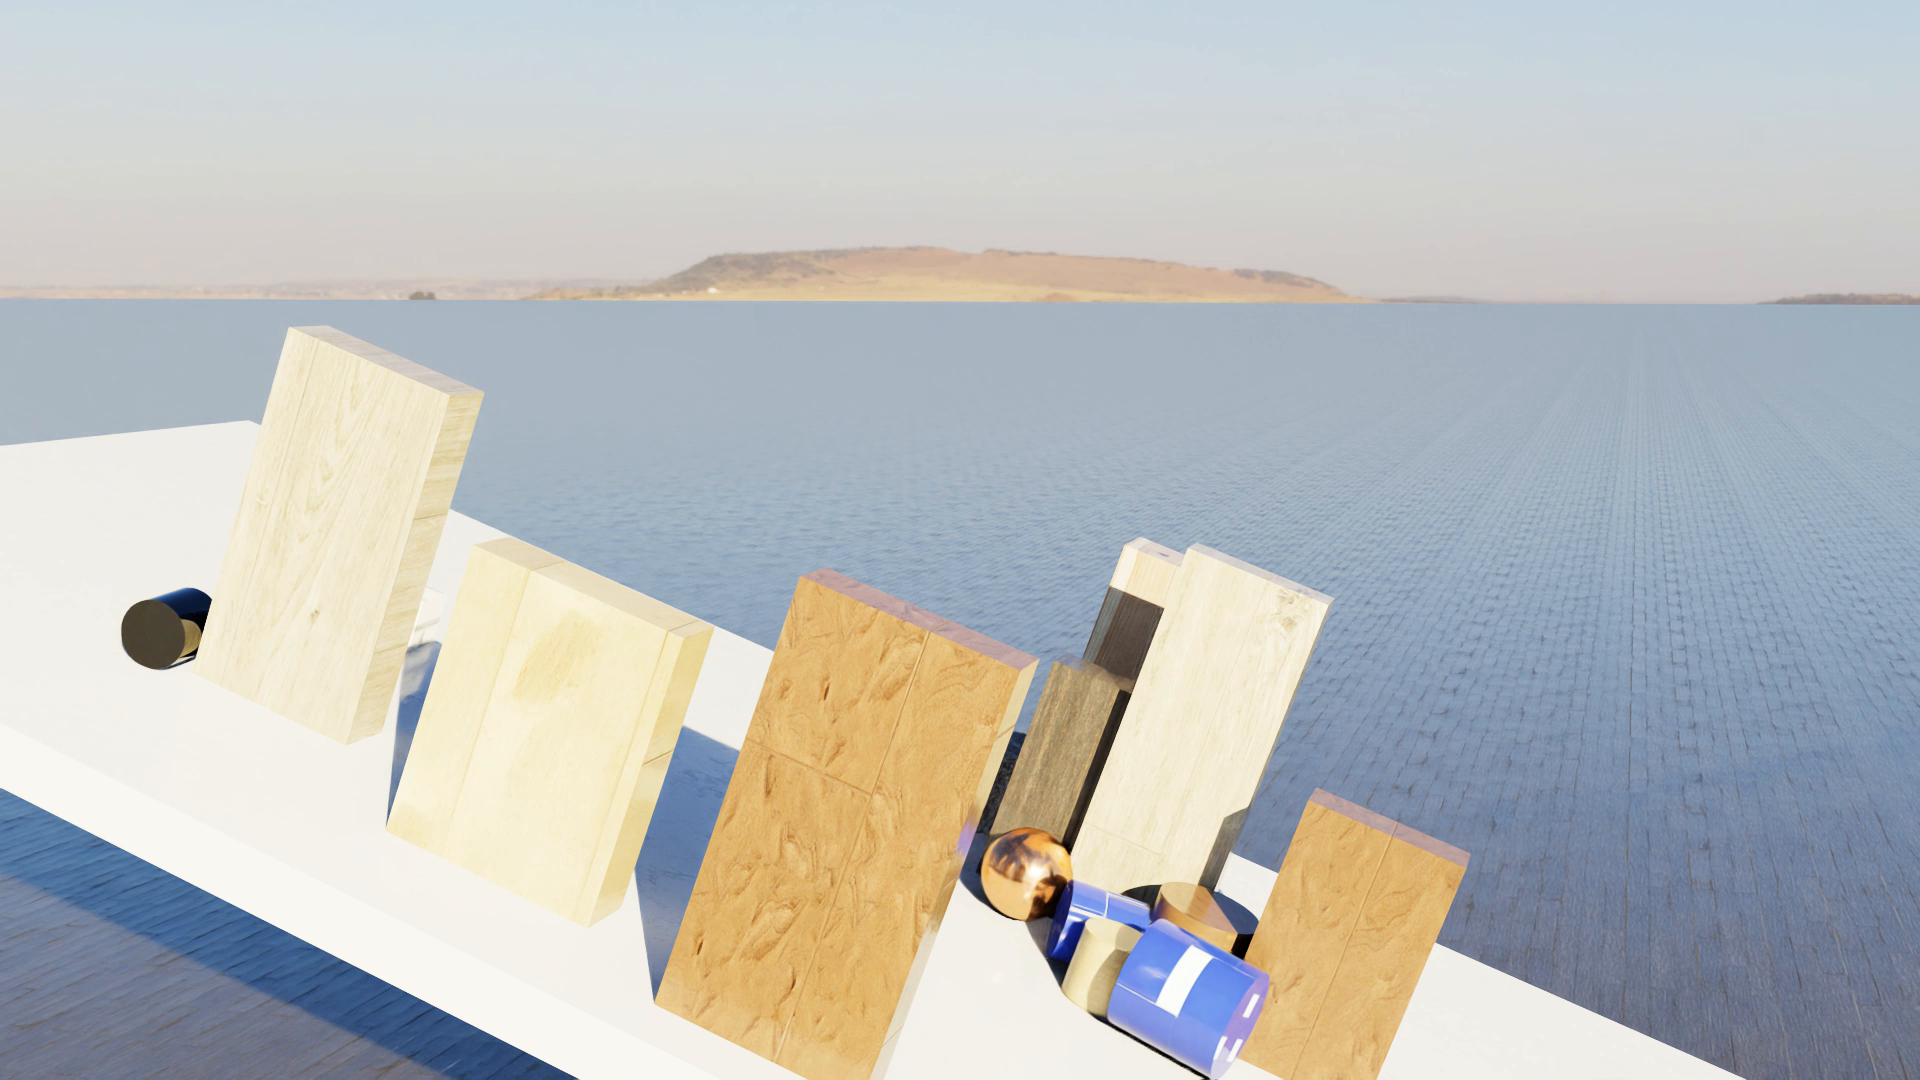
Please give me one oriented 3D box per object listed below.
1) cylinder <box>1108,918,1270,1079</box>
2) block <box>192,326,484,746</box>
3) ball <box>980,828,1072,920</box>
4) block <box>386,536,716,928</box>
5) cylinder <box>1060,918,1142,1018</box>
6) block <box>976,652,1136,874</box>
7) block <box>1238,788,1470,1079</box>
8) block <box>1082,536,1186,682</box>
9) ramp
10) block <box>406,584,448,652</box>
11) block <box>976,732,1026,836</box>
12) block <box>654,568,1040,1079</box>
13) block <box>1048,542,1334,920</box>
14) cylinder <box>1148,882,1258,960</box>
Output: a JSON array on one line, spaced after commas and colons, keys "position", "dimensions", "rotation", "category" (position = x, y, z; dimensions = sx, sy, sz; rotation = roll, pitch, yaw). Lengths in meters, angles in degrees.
[{"position": [0.395, 0.793, 3.802], "dimensions": [0.204, 0.204, 0.204], "rotation": [25, 17, 24], "category": "cylinder"}, {"position": [-1.103, -0.010, 3.888], "dimensions": [0.330, 0.659, 0.117], "rotation": [23, 13, 13], "category": "block"}, {"position": [0.126, 0.631, 4.156], "dimensions": [0.174, 0.174, 0.174], "rotation": [0, 7, 0], "category": "ball"}, {"position": [-0.665, 0.306, 3.550], "dimensions": [0.385, 0.508, 0.122], "rotation": [23, 13, 13], "category": "block"}, {"position": [0.262, 0.761, 3.909], "dimensions": [0.129, 0.129, 0.129], "rotation": [19, 12, -4], "category": "cylinder"}, {"position": [0.309, 0.516, 4.272], "dimensions": [0.421, 0.457, 0.101], "rotation": [23, 13, 13], "category": "block"}, {"position": [0.666, 0.721, 3.867], "dimensions": [0.287, 0.486, 0.101], "rotation": [23, 13, 13], "category": "block"}, {"position": [0.441, 0.380, 4.603], "dimensions": [0.419, 0.652, 0.149], "rotation": [23, 13, 13], "category": "block"}, {"position": [-0.331, 0.604, 4.209], "dimensions": [4.000, 0.100, 2.000], "rotation": [23, 13, 13], "category": "ramp"}, {"position": [-1.128, 0.146, 4.462], "dimensions": [0.110, 0.110, 0.110], "rotation": [22, 12, 9], "category": "block"}, {"position": [0.069, 0.505, 4.613], "dimensions": [0.174, 0.174, 0.174], "rotation": [14, 13, -24], "category": "block"}, {"position": [-0.174, 0.438, 3.267], "dimensions": [0.353, 0.708, 0.103], "rotation": [23, 13, 13], "category": "block"}, {"position": [0.431, 0.416, 4.153], "dimensions": [0.277, 0.771, 0.090], "rotation": [23, 13, 13], "category": "block"}, {"position": [0.424, 0.758, 4.019], "dimensions": [0.195, 0.195, 0.195], "rotation": [19, 12, -4], "category": "cylinder"}]
